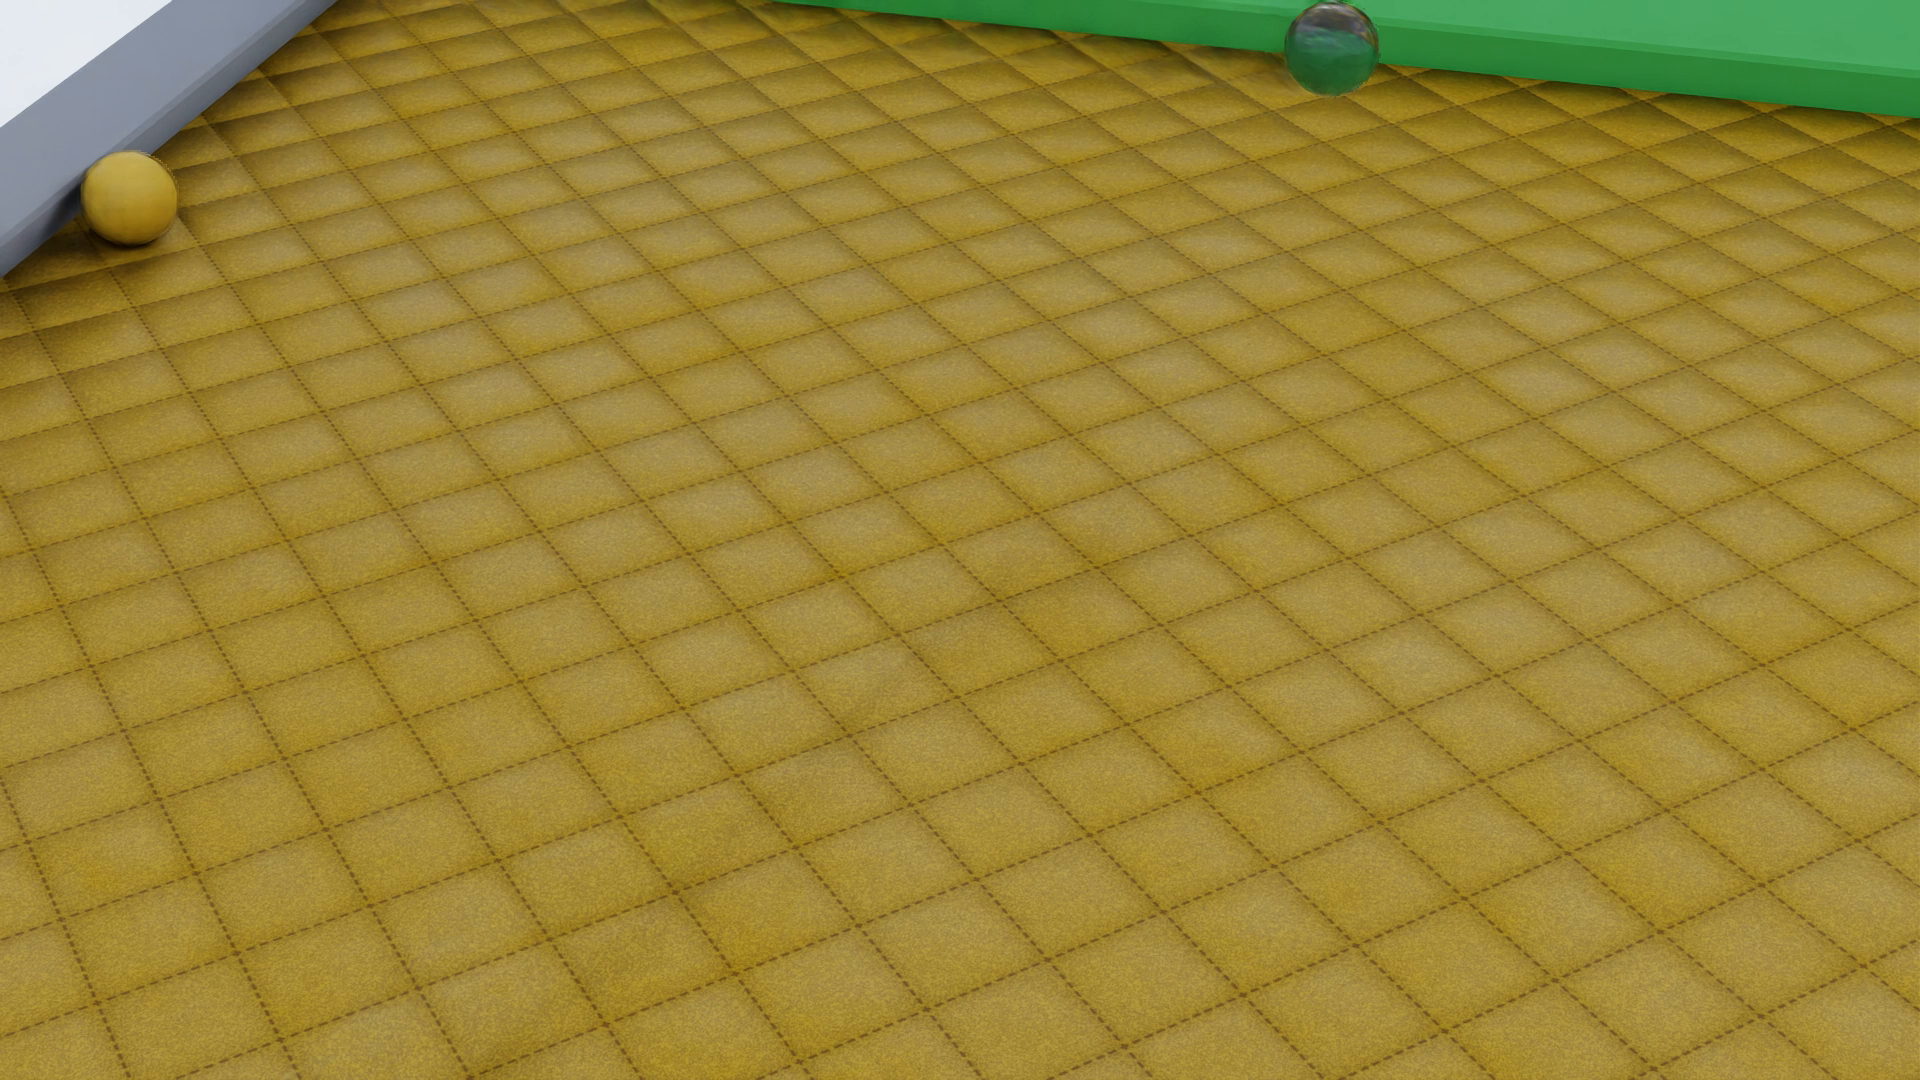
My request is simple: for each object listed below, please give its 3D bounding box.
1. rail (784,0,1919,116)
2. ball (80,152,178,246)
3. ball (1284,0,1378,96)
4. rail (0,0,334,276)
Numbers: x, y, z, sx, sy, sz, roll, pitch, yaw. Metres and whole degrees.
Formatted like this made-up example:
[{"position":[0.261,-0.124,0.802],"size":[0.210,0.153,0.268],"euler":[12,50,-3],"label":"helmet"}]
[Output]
[{"position":[1.226,-0.450,2.576],"size":[3.963,0.129,0.045],"euler":[8,35,12],"label":"rail"},{"position":[-0.785,-0.322,2.424],"size":[0.088,0.088,0.088],"euler":[0,34,0],"label":"ball"},{"position":[0.391,-0.518,2.706],"size":[0.099,0.099,0.099],"euler":[0,34,0],"label":"ball"},{"position":[-0.936,-0.158,2.141],"size":[0.045,0.129,2.157],"euler":[8,35,12],"label":"rail"}]
